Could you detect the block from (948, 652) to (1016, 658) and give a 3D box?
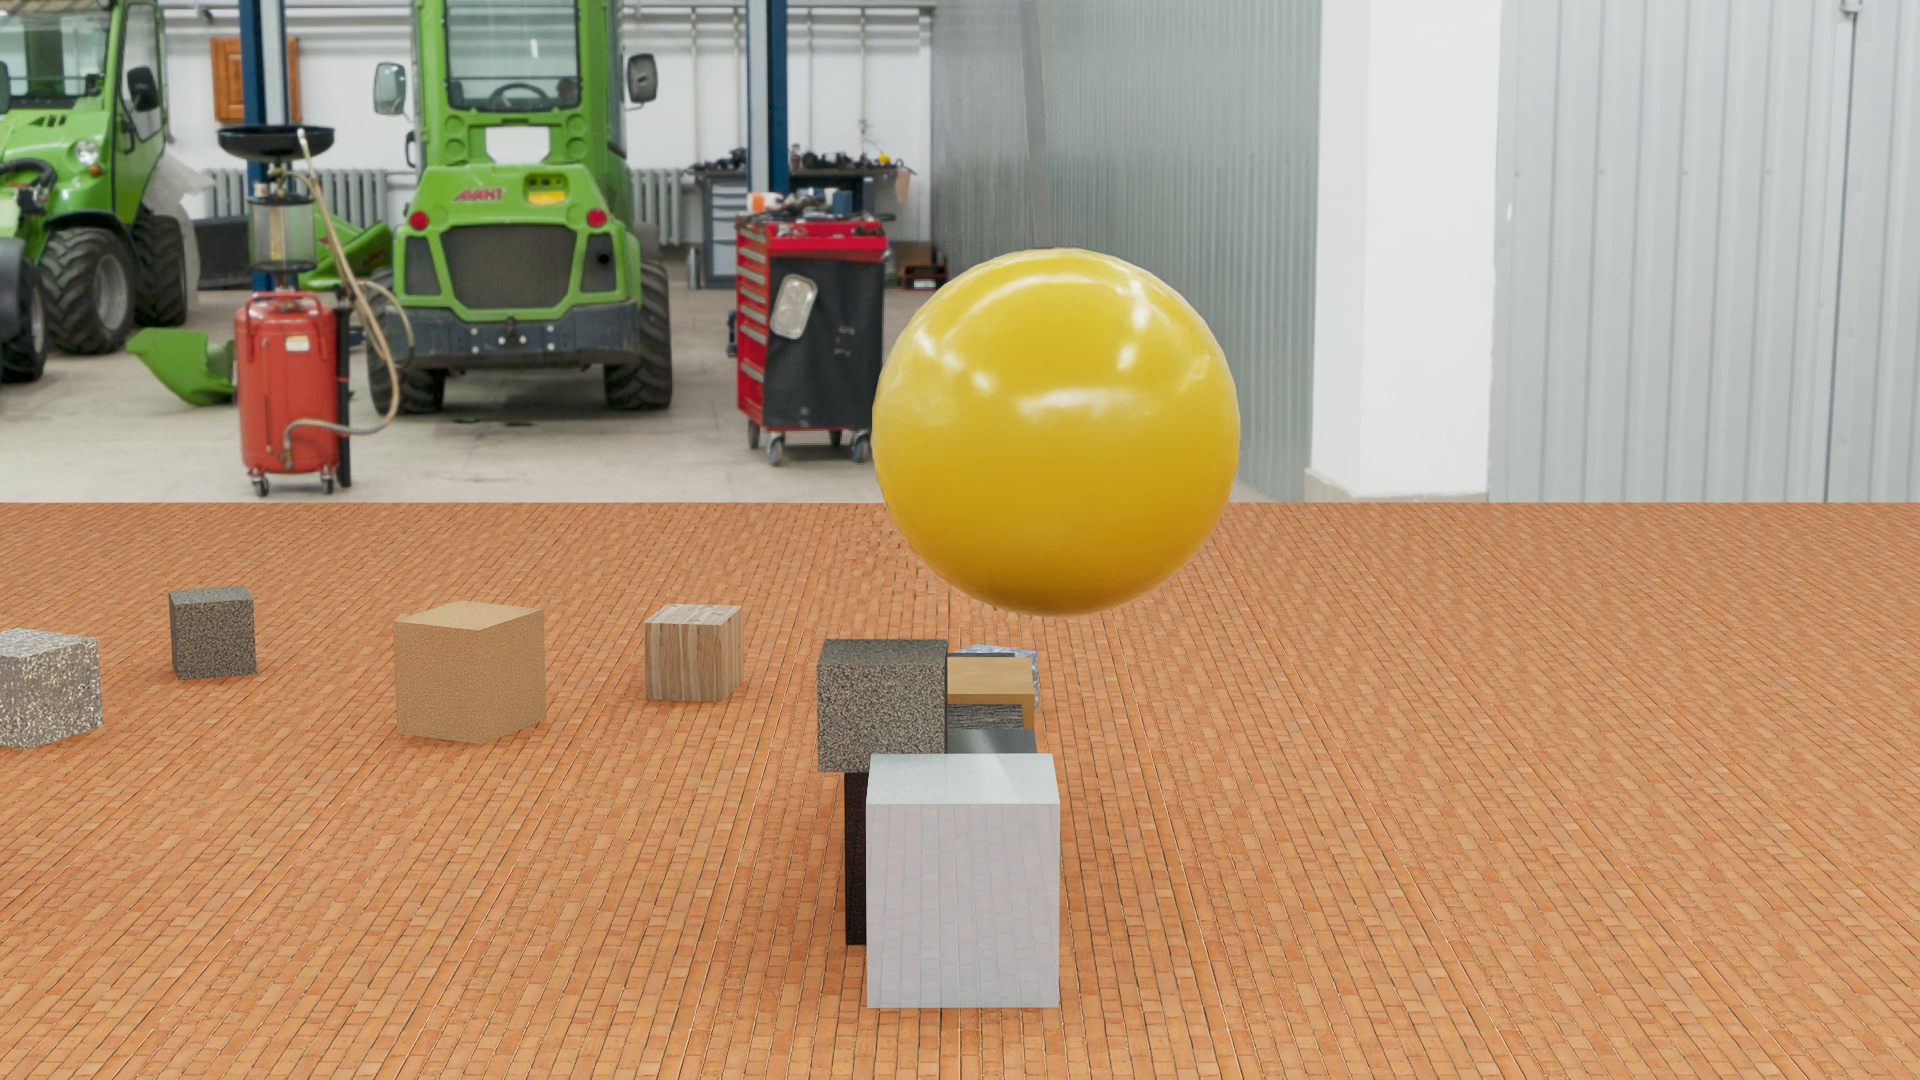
[{"bbox_3d":[0.015,0.922,12.787,0.535,0.610,0.567,0,10,-1],"label":"block"}]

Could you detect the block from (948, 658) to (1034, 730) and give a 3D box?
[{"bbox_3d":[-0.036,0.988,12.123,0.753,0.719,0.746,0,10,0],"label":"block"}]

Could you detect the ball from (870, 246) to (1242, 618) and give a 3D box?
[{"bbox_3d":[0.412,-0.463,11.096,1.600,1.600,1.600,0,10,0],"label":"ball"}]

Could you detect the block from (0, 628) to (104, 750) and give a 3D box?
[{"bbox_3d":[-5.051,0.794,13.822,0.590,0.493,0.539,5,11,26],"label":"block"}]

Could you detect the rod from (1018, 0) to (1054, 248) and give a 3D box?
[{"bbox_3d":[0.179,-3.800,10.489,0.080,5.200,0.080,-4,10,1],"label":"rod"}]

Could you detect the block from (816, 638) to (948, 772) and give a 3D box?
[{"bbox_3d":[-0.314,0.678,10.567,0.512,0.446,0.473,0,10,1],"label":"block"}]

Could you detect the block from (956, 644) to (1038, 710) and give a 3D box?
[{"bbox_3d":[0.177,0.792,14.297,0.397,0.327,0.348,6,12,30],"label":"block"}]

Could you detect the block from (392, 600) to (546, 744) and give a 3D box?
[{"bbox_3d":[-2.656,0.710,13.935,0.555,0.618,0.604,5,11,24],"label":"block"}]

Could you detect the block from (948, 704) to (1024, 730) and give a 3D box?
[{"bbox_3d":[-0.005,1.135,11.445,0.573,0.672,0.623,0,10,0],"label":"block"}]

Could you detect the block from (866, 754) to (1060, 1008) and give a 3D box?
[{"bbox_3d":[0.009,1.321,10.052,0.729,0.804,0.718,0,10,0],"label":"block"}]

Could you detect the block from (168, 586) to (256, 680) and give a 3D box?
[{"bbox_3d":[-4.453,0.549,15.280,0.445,0.453,0.441,-4,11,-21],"label":"block"}]

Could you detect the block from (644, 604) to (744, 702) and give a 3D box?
[{"bbox_3d":[-1.529,0.645,14.776,0.450,0.444,0.534,2,10,8],"label":"block"}]

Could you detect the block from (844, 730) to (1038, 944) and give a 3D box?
[{"bbox_3d":[-0.074,1.234,10.764,0.793,0.720,0.713,0,10,-1],"label":"block"}]
